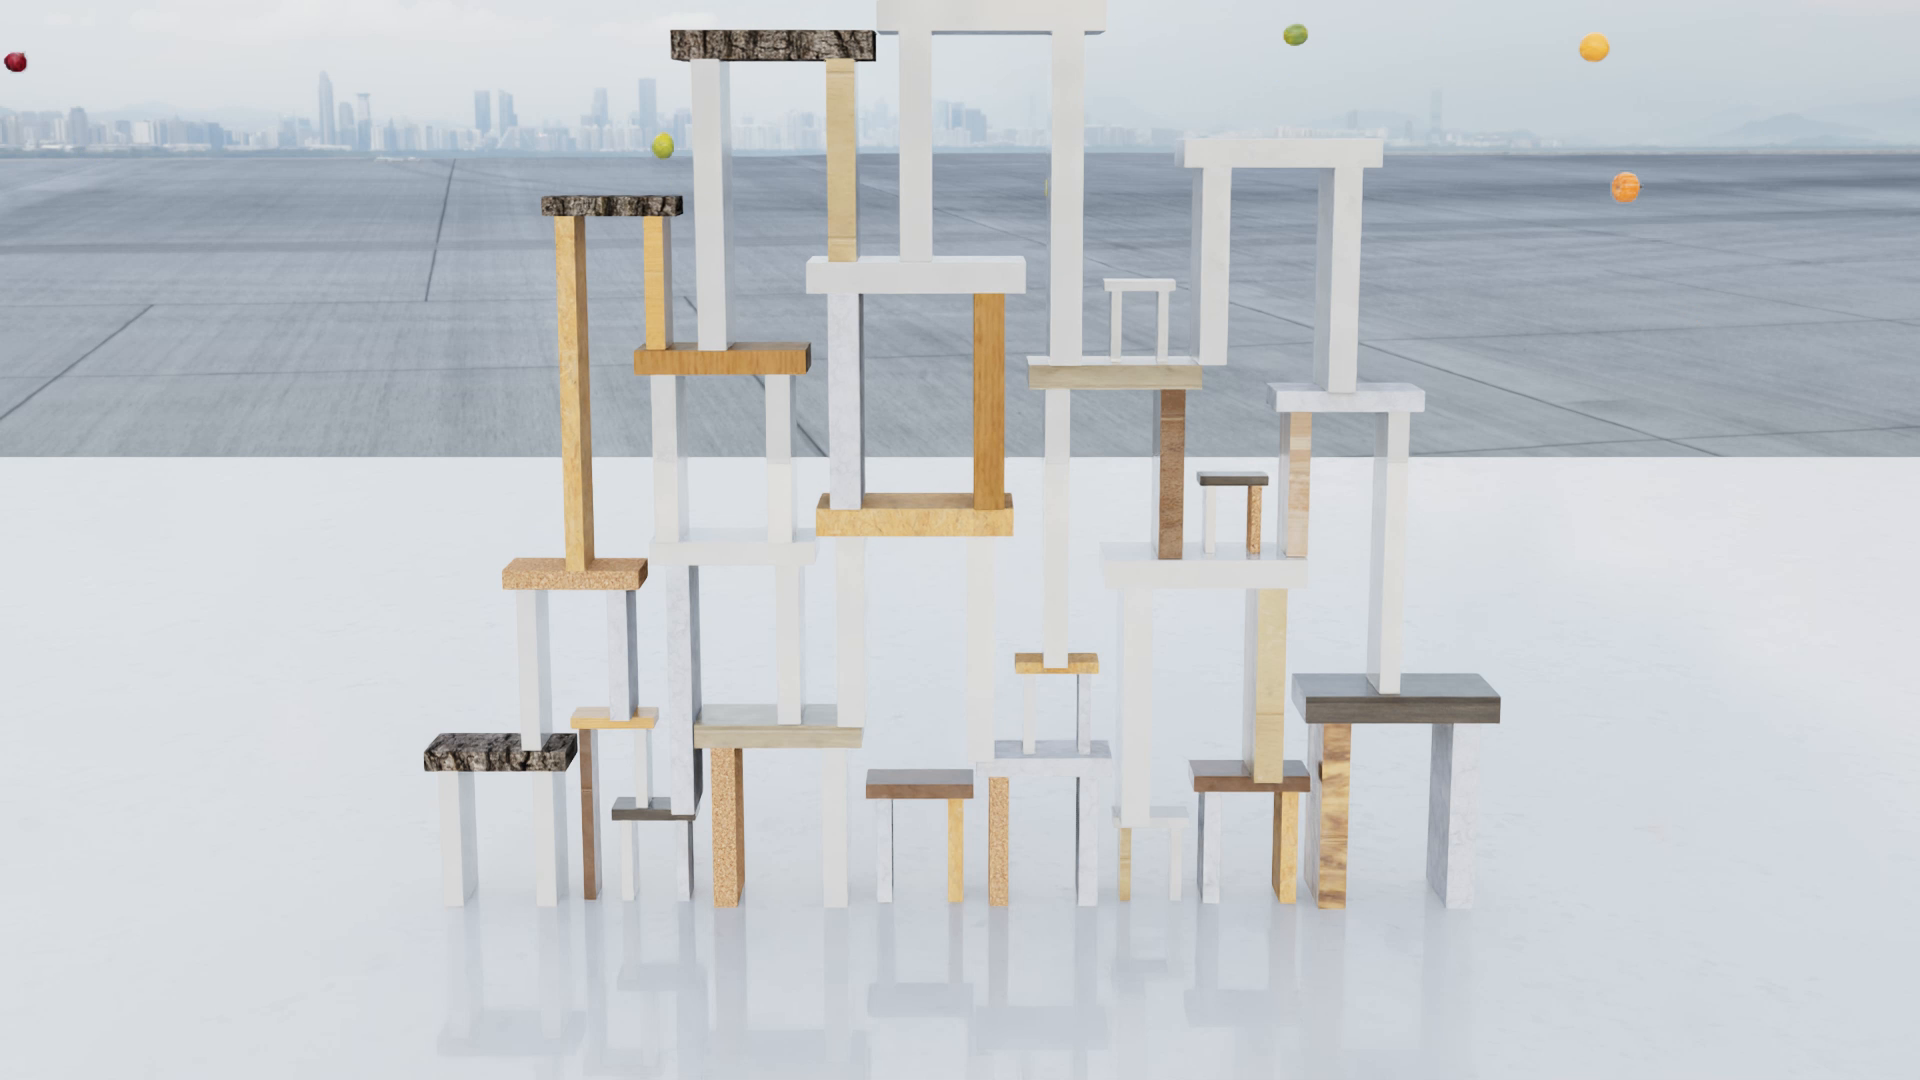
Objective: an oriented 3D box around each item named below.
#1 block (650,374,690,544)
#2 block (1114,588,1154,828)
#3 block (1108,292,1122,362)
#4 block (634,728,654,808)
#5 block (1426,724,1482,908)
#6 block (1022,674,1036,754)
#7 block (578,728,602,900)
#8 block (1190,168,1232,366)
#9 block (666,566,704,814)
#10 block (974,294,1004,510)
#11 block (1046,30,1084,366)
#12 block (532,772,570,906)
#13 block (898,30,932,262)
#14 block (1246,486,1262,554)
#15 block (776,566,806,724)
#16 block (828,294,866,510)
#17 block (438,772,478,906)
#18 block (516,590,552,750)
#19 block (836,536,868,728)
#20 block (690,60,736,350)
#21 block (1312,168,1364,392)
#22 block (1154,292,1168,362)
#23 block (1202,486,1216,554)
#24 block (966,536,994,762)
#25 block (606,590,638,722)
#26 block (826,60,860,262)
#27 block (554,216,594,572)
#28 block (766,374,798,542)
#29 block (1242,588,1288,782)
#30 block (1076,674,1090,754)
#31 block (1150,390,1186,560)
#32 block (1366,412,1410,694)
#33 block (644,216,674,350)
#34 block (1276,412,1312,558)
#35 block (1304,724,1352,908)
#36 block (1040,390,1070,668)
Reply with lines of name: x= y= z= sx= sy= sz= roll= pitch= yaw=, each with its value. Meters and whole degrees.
block: x=-0.465 y=-0.139 z=3.531 sx=0.038 sy=0.268 sz=0.134 roll=0 pitch=11 yaw=0
block: x=0.284 y=0.256 z=3.603 sx=0.045 sy=0.394 sz=0.160 roll=0 pitch=11 yaw=0
block: x=0.246 y=-0.342 z=3.498 sx=0.016 sy=0.112 sz=0.056 roll=0 pitch=11 yaw=0
block: x=-0.522 y=0.368 z=3.632 sx=0.019 sy=0.135 sz=0.068 roll=0 pitch=10 yaw=0
block: x=0.817 y=0.435 z=3.645 sx=0.044 sy=0.313 sz=0.157 roll=0 pitch=11 yaw=0
block: x=0.113 y=0.277 z=3.610 sx=0.019 sy=0.135 sz=0.068 roll=0 pitch=11 yaw=0
block: x=-0.612 y=0.446 z=3.646 sx=0.019 sy=0.292 sz=0.068 roll=0 pitch=11 yaw=0
block: x=0.395 y=-0.436 z=3.479 sx=0.043 sy=0.304 sz=0.152 roll=0 pitch=11 yaw=0
block: x=-0.451 y=0.232 z=3.605 sx=0.037 sy=0.414 sz=0.131 roll=0 pitch=11 yaw=0
block: x=0.046 y=-0.230 z=3.515 sx=0.048 sy=0.339 sz=0.170 roll=0 pitch=11 yaw=0
block: x=0.164 y=-0.537 z=3.462 sx=0.049 sy=0.509 sz=0.174 roll=0 pitch=11 yaw=0
block: x=-0.678 y=0.478 z=3.645 sx=0.033 sy=0.230 sz=0.115 roll=0 pitch=11 yaw=0
block: x=-0.068 y=-0.616 z=3.447 sx=0.049 sy=0.348 sz=0.174 roll=0 pitch=11 yaw=0
block: x=0.476 y=-0.038 z=3.558 sx=0.016 sy=0.110 sz=0.055 roll=0 pitch=11 yaw=0
block: x=-0.276 y=0.157 z=3.591 sx=0.037 sy=0.263 sz=0.131 roll=0 pitch=11 yaw=0
block: x=-0.181 y=-0.230 z=3.515 sx=0.048 sy=0.339 sz=0.170 roll=0 pitch=11 yaw=0
block: x=-0.831 y=0.478 z=3.645 sx=0.033 sy=0.230 sz=0.115 roll=0 pitch=11 yaw=0
block: x=-0.696 y=0.201 z=3.598 sx=0.031 sy=0.267 sz=0.109 roll=0 pitch=11 yaw=0
block: x=-0.175 y=0.134 z=3.584 sx=0.044 sy=0.312 sz=0.156 roll=0 pitch=11 yaw=0
block: x=-0.387 y=-0.528 z=3.464 sx=0.043 sy=0.445 sz=0.153 roll=0 pitch=11 yaw=0
block: x=0.597 y=-0.416 z=3.483 sx=0.043 sy=0.347 sz=0.152 roll=0 pitch=11 yaw=0
block: x=0.321 y=-0.342 z=3.498 sx=0.016 sy=0.112 sz=0.056 roll=0 pitch=11 yaw=0
block: x=0.402 y=-0.038 z=3.557 sx=0.016 sy=0.110 sz=0.055 roll=0 pitch=11 yaw=0
block: x=0.033 y=0.162 z=3.588 sx=0.044 sy=0.370 sz=0.156 roll=0 pitch=11 yaw=0
block: x=-0.551 y=0.177 z=3.593 sx=0.031 sy=0.218 sz=0.109 roll=0 pitch=10 yaw=0
block: x=-0.183 y=-0.596 z=3.451 sx=0.043 sy=0.307 sz=0.153 roll=0 pitch=11 yaw=0
block: x=-0.614 y=-0.235 z=3.509 sx=0.029 sy=0.561 sz=0.103 roll=0 pitch=11 yaw=0
block: x=-0.286 y=-0.139 z=3.531 sx=0.038 sy=0.268 sz=0.134 roll=0 pitch=11 yaw=0
block: x=0.497 y=0.220 z=3.598 sx=0.045 sy=0.320 sz=0.160 roll=0 pitch=11 yaw=0
block: x=0.203 y=0.277 z=3.610 sx=0.019 sy=0.135 sz=0.068 roll=0 pitch=11 yaw=0
block: x=0.334 y=-0.115 z=3.533 sx=0.038 sy=0.271 sz=0.135 roll=0 pitch=11 yaw=0
block: x=0.693 y=0.013 z=3.563 sx=0.033 sy=0.458 sz=0.117 roll=0 pitch=11 yaw=0
block: x=-0.477 y=-0.409 z=3.477 sx=0.029 sy=0.207 sz=0.103 roll=0 pitch=11 yaw=0
block: x=0.538 y=-0.098 z=3.543 sx=0.033 sy=0.233 sz=0.117 roll=0 pitch=11 yaw=0
block: x=0.608 y=0.435 z=3.645 sx=0.044 sy=0.313 sz=0.157 roll=0 pitch=11 yaw=0
block: x=0.153 y=-0.028 z=3.549 sx=0.038 sy=0.449 sz=0.135 roll=0 pitch=11 yaw=0
